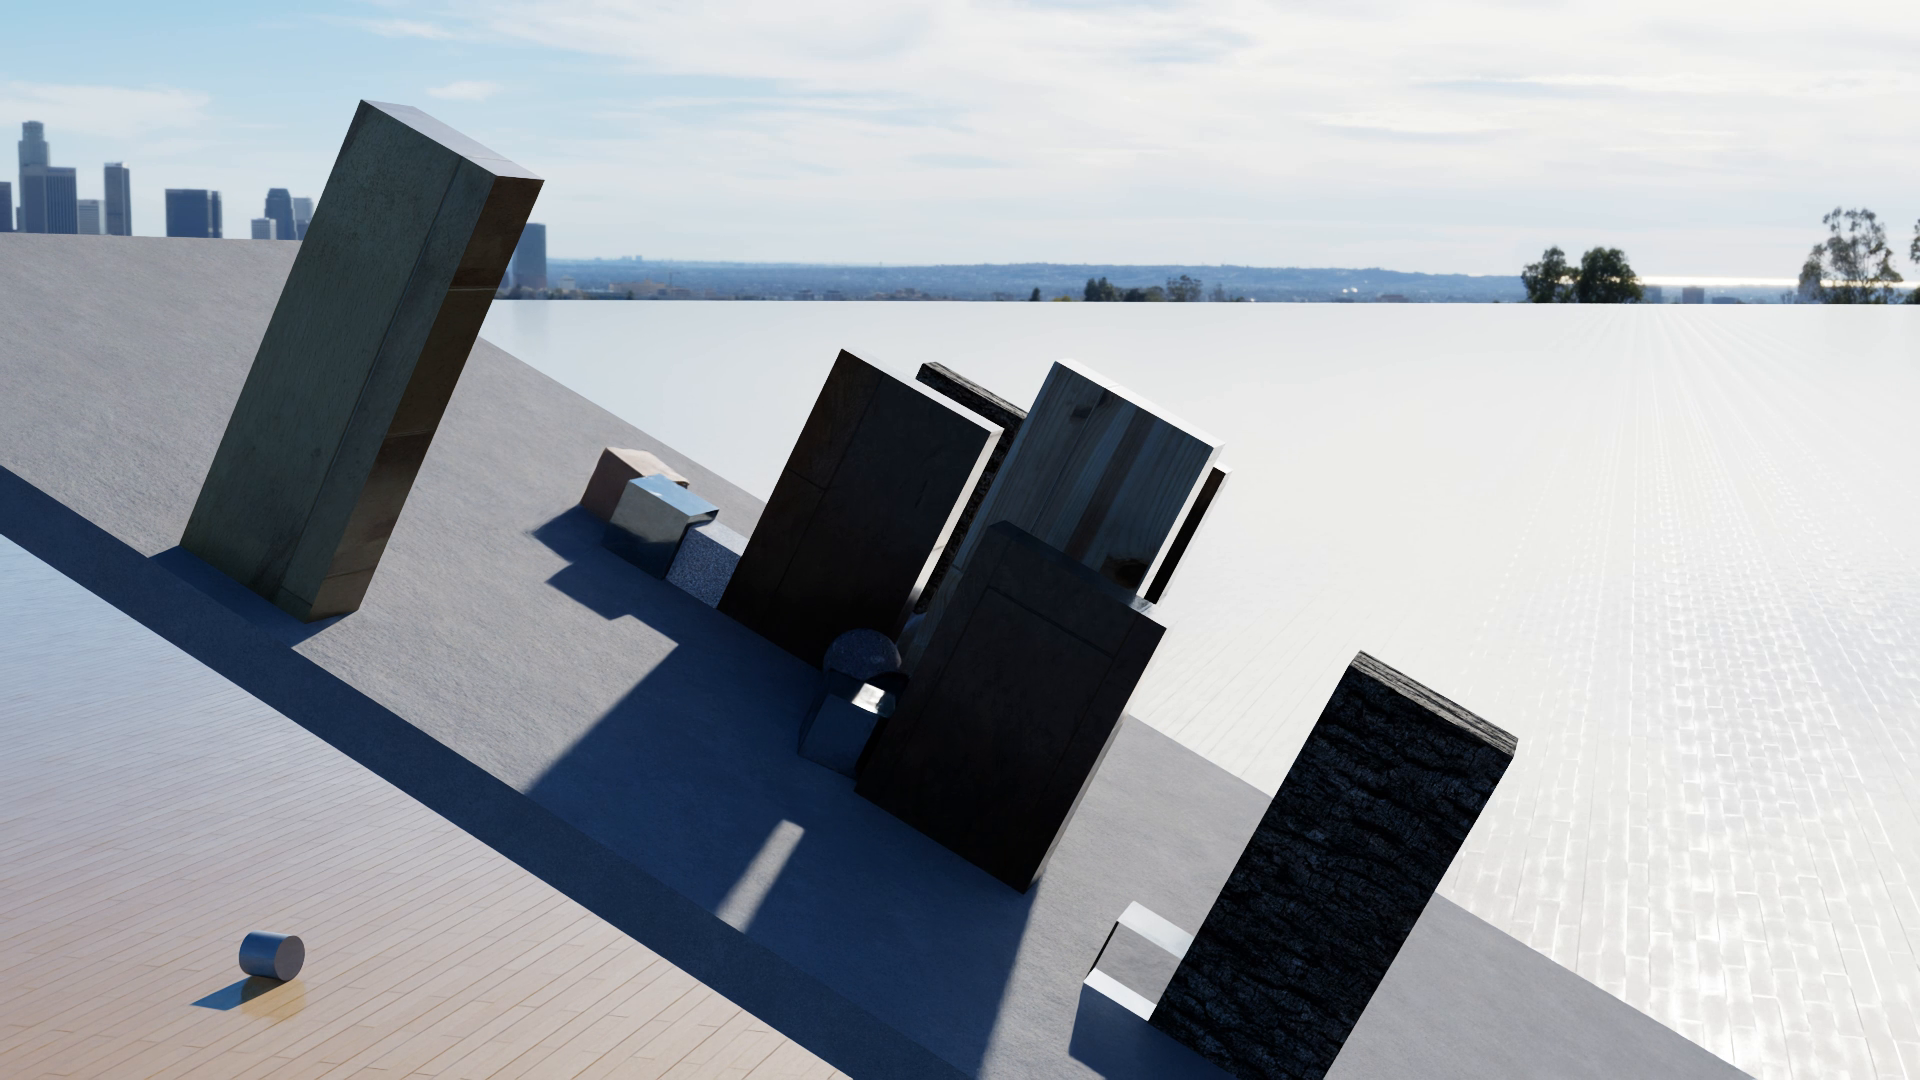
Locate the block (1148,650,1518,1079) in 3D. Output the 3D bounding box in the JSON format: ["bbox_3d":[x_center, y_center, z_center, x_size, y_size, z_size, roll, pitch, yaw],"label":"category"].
[{"bbox_3d":[0.585,0.539,3.468,0.279,0.670,0.144,30,14,12],"label":"block"}]

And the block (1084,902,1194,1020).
[{"bbox_3d":[0.293,0.681,3.569,0.119,0.119,0.119,30,14,12],"label":"block"}]

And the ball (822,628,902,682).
[{"bbox_3d":[-0.187,0.244,4.205,0.151,0.151,0.151,0,7,0],"label":"ball"}]

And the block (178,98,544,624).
[{"bbox_3d":[-0.933,-0.272,3.417,0.252,0.768,0.149,30,14,12],"label":"block"}]

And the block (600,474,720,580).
[{"bbox_3d":[-0.604,-0.027,4.429,0.147,0.147,0.147,30,14,12],"label":"block"}]

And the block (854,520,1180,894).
[{"bbox_3d":[0.093,0.285,3.775,0.347,0.531,0.104,30,14,12],"label":"block"}]

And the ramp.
[{"bbox_3d":[-0.229,0.382,4.151,4.000,0.100,2.000,30,14,12],"label":"ramp"}]

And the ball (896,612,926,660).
[{"bbox_3d":[-0.054,0.224,4.516,0.154,0.154,0.154,0,7,0],"label":"ball"}]

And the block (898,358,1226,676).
[{"bbox_3d":[0.157,0.087,4.086,0.330,0.781,0.115,30,14,12],"label":"block"}]

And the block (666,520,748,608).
[{"bbox_3d":[-0.492,0.048,4.417,0.122,0.122,0.122,30,14,12],"label":"block"}]

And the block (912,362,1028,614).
[{"bbox_3d":[-0.070,-0.115,4.970,0.260,0.509,0.101,30,14,12],"label":"block"}]

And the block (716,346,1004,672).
[{"bbox_3d":[-0.199,-0.039,4.301,0.338,0.584,0.087,30,14,12],"label":"block"}]

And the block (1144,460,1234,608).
[{"bbox_3d":[0.255,0.096,4.415,0.287,0.694,0.082,30,14,12],"label":"block"}]

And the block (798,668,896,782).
[{"bbox_3d":[-0.202,0.330,3.914,0.129,0.129,0.129,25,14,-9],"label":"block"}]

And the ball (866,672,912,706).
[{"bbox_3d":[-0.127,0.317,4.057,0.149,0.149,0.149,0,7,0],"label":"ball"}]

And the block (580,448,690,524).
[{"bbox_3d":[-0.677,-0.098,4.579,0.134,0.134,0.134,35,16,29],"label":"block"}]
